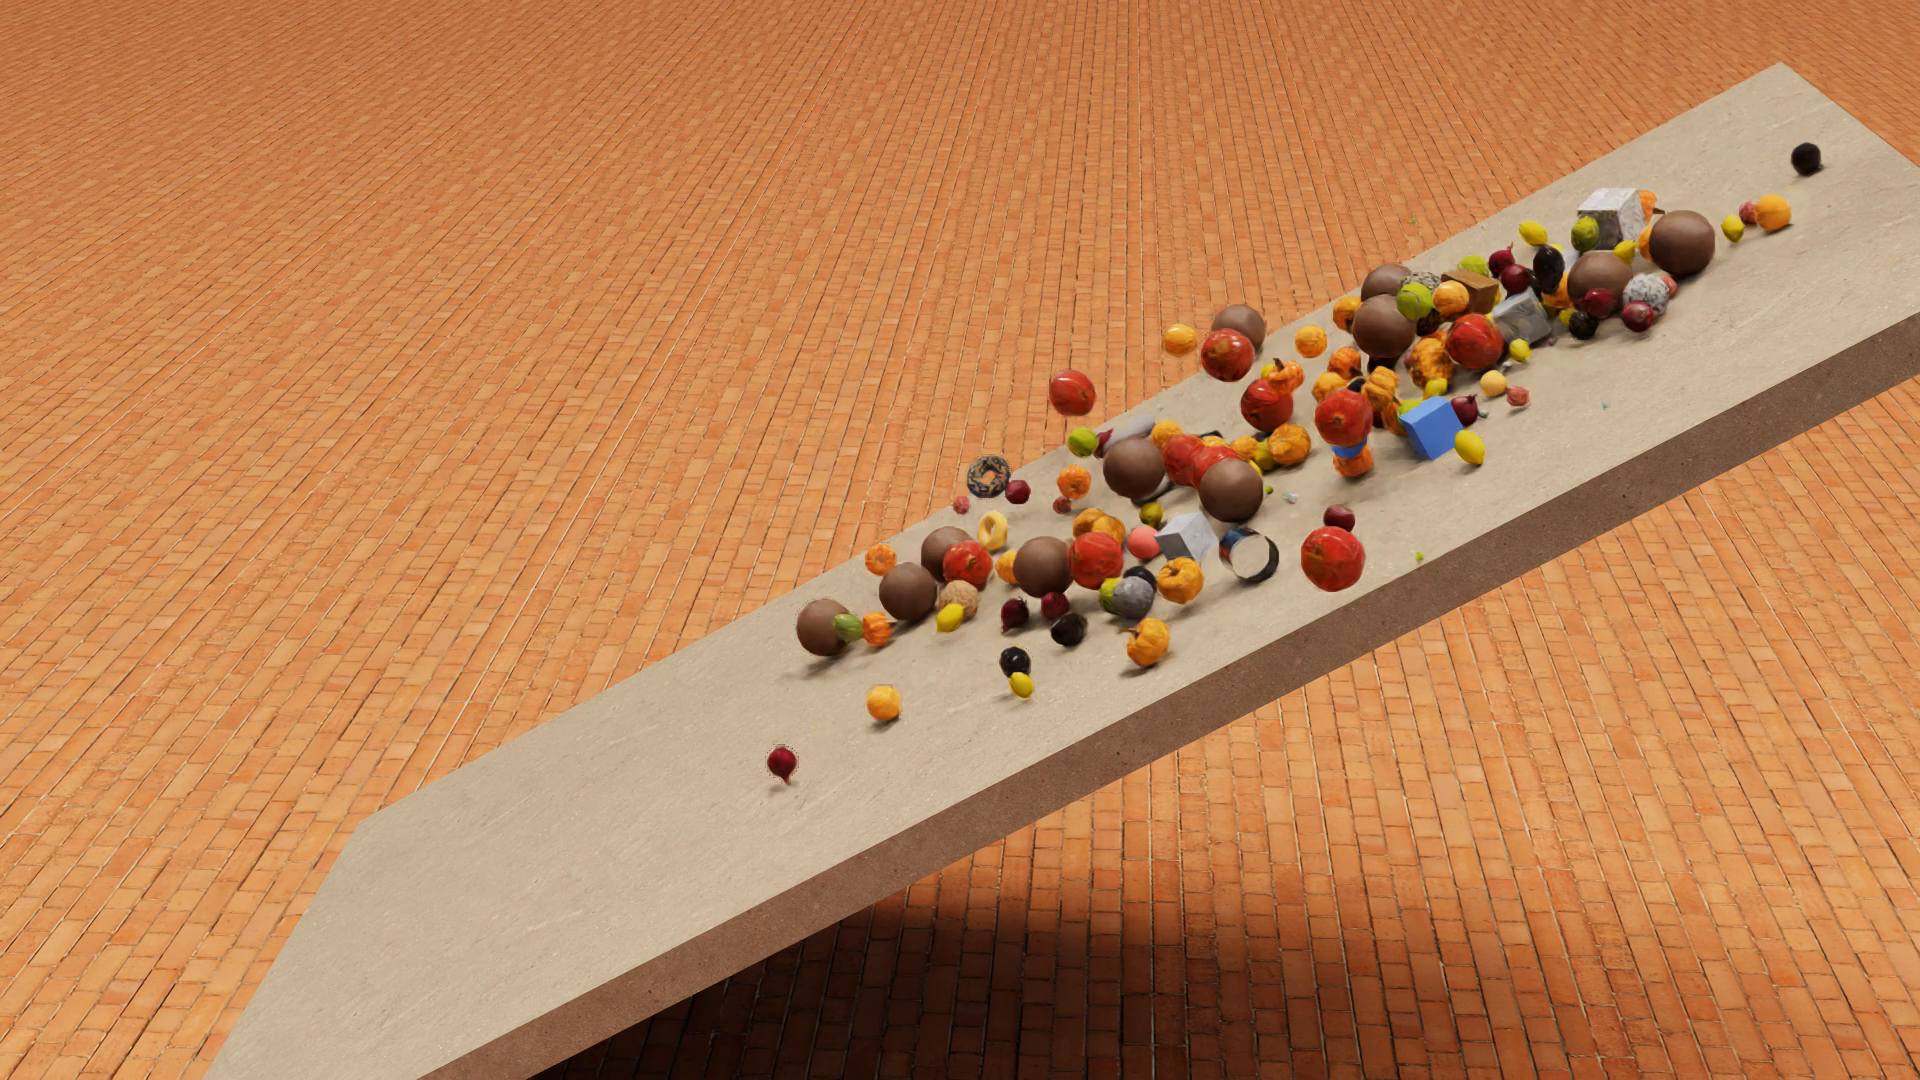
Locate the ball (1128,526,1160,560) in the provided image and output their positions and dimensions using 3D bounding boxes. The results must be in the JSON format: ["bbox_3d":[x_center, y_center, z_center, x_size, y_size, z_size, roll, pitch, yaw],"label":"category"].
[{"bbox_3d":[0.377,0.006,6.009,0.070,0.070,0.070,0,18,0],"label":"ball"}]

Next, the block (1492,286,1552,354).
[{"bbox_3d":[1.132,-0.444,5.927,0.086,0.086,0.086,-29,11,20],"label":"block"}]

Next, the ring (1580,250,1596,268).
[{"bbox_3d":[1.283,-0.566,6.149,0.106,0.035,0.106,-35,20,14],"label":"ring"}]

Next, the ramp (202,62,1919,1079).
[{"bbox_3d":[0.142,0.168,6.284,4.000,0.100,2.000,-28,15,12],"label":"ramp"}]

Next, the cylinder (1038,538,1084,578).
[{"bbox_3d":[0.214,0.039,6.226,0.069,0.069,0.069,-24,5,31],"label":"cylinder"}]

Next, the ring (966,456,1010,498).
[{"bbox_3d":[0.060,-0.133,6.260,0.098,0.098,0.033,10,-19,27],"label":"ring"}]

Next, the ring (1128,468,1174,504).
[{"bbox_3d":[0.418,-0.118,6.408,0.112,0.037,0.112,-28,14,8],"label":"ring"}]

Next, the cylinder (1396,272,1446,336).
[{"bbox_3d":[0.950,-0.488,6.068,0.093,0.093,0.093,5,50,13],"label":"cylinder"}]

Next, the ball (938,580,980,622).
[{"bbox_3d":[-0.001,0.130,6.320,0.088,0.088,0.088,0,18,0],"label":"ball"}]

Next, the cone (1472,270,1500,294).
[{"bbox_3d":[1.112,-0.529,6.384,0.083,0.083,0.083,28,26,-16],"label":"cone"}]

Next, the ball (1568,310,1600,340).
[{"bbox_3d":[1.221,-0.421,5.758,0.060,0.060,0.060,0,18,0],"label":"ball"}]

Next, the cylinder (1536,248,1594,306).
[{"bbox_3d":[1.244,-0.539,6.044,0.087,0.087,0.087,14,42,36],"label":"cylinder"}]

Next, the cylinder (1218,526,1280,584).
[{"bbox_3d":[0.545,0.028,5.550,0.092,0.092,0.092,-4,10,-10],"label":"cylinder"}]

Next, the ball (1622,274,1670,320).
[{"bbox_3d":[1.318,-0.467,5.647,0.088,0.088,0.088,0,18,0],"label":"ball"}]

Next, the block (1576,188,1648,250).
[{"bbox_3d":[1.339,-0.658,6.040,0.093,0.093,0.093,7,38,42],"label":"block"}]

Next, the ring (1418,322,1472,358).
[{"bbox_3d":[1.023,-0.425,6.210,0.123,0.041,0.123,-29,14,8],"label":"ring"}]

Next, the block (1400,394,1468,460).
[{"bbox_3d":[0.910,-0.215,5.647,0.084,0.084,0.084,-31,14,-2],"label":"block"}]

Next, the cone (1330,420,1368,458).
[{"bbox_3d":[0.774,-0.194,5.730,0.077,0.077,0.077,15,7,38],"label":"cone"}]

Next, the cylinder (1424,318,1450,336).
[{"bbox_3d":[1.013,-0.488,6.321,0.079,0.079,0.079,37,23,-19],"label":"cylinder"}]

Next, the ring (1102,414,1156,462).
[{"bbox_3d":[0.389,-0.236,6.773,0.146,0.049,0.146,-40,-3,-3],"label":"ring"}]

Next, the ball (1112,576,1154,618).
[{"bbox_3d":[0.337,0.111,5.714,0.081,0.081,0.081,0,18,0],"label":"ball"}]

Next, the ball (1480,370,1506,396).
[{"bbox_3d":[1.042,-0.305,5.747,0.051,0.051,0.051,0,18,0],"label":"ball"}]

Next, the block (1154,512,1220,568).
[{"bbox_3d":[0.452,0.000,5.861,0.077,0.077,0.077,-41,17,-33],"label":"block"}]

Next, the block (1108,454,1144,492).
[{"bbox_3d":[0.369,-0.147,6.531,0.054,0.054,0.054,31,20,-5],"label":"block"}]

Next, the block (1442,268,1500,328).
[{"bbox_3d":[1.061,-0.509,6.179,0.090,0.090,0.090,30,30,32],"label":"block"}]
